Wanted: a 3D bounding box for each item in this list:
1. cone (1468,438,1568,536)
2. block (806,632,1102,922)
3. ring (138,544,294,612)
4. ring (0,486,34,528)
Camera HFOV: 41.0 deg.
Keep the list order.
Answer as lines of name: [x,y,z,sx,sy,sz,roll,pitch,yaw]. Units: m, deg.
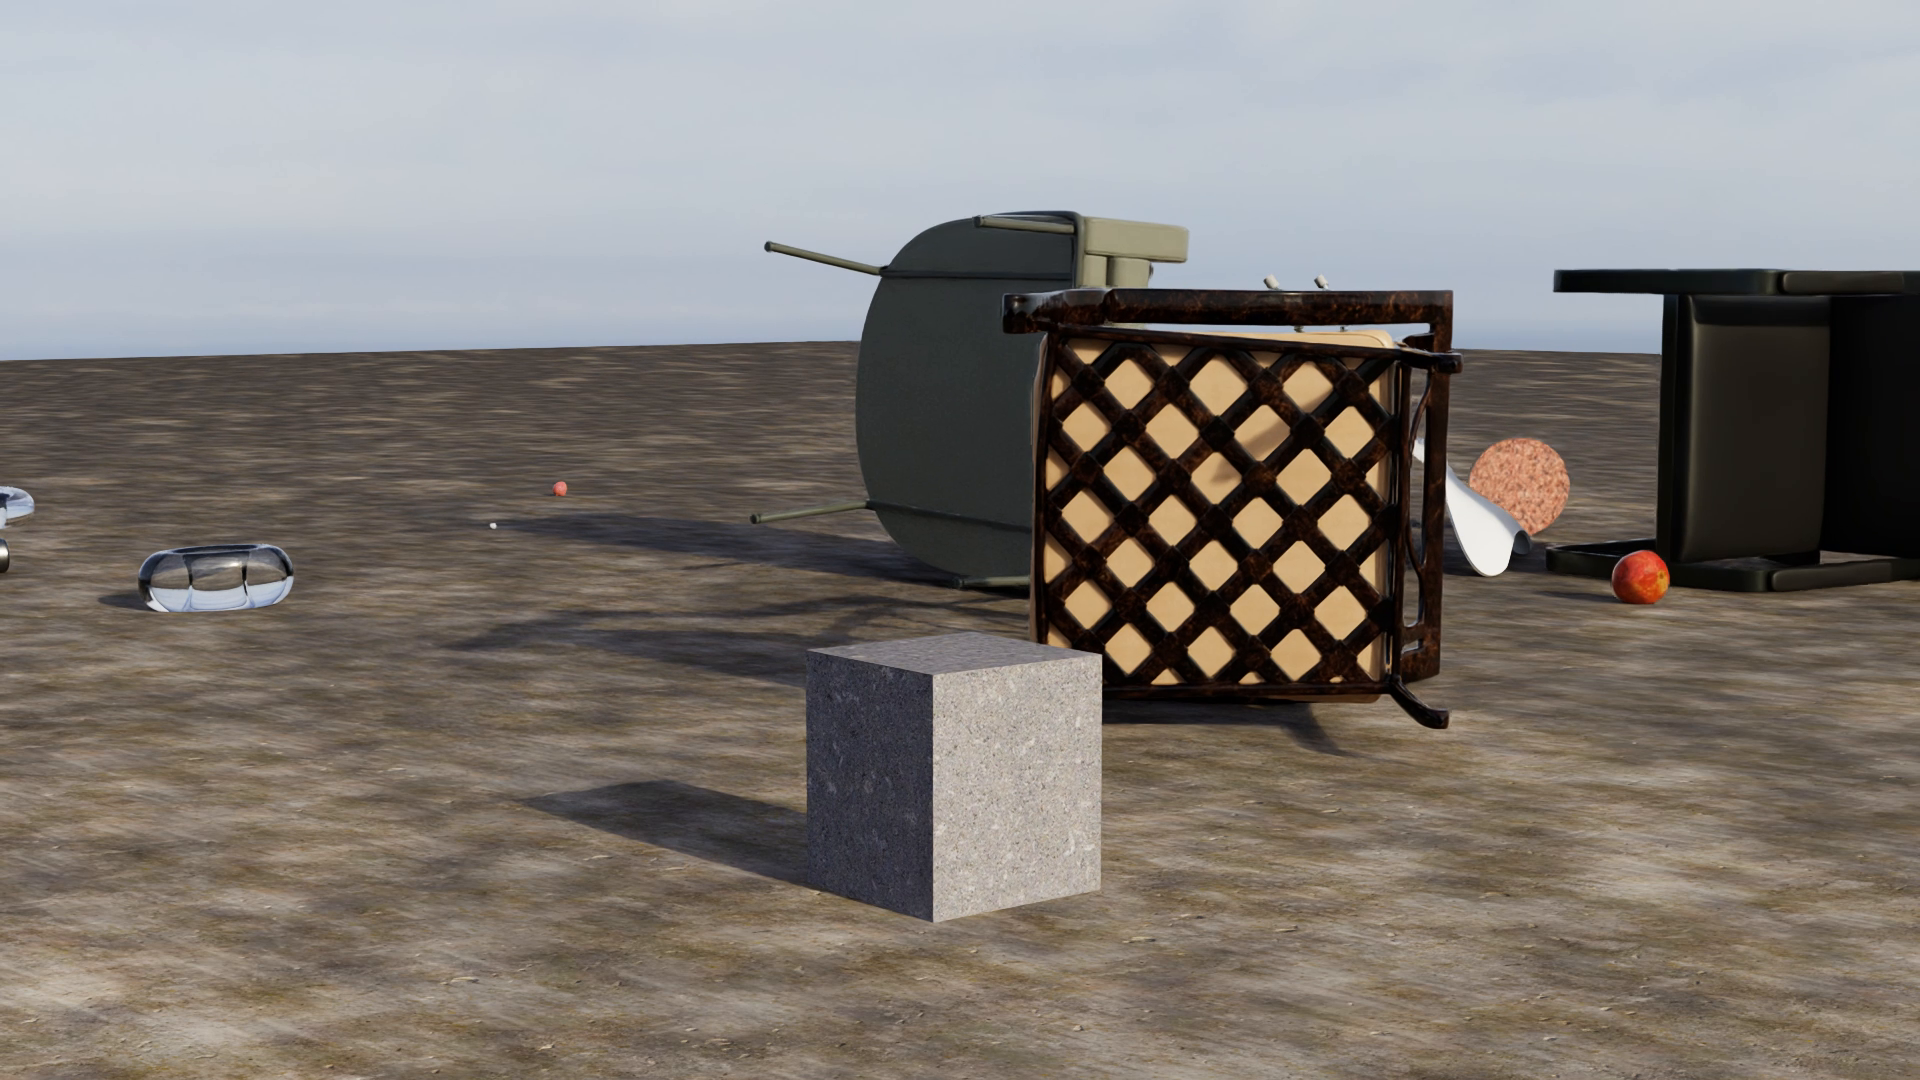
cone: [1.474,-0.085,6.645,0.256,0.297,0.220,-23,-37,15]
block: [-0.007,0.247,2.763,0.229,0.256,0.223,-5,8,-38]
ring: [-1.479,0.076,5.103,0.302,0.119,0.143,-4,9,-23]
ring: [-2.606,-0.082,6.729,0.299,0.101,0.381,3,6,23]
